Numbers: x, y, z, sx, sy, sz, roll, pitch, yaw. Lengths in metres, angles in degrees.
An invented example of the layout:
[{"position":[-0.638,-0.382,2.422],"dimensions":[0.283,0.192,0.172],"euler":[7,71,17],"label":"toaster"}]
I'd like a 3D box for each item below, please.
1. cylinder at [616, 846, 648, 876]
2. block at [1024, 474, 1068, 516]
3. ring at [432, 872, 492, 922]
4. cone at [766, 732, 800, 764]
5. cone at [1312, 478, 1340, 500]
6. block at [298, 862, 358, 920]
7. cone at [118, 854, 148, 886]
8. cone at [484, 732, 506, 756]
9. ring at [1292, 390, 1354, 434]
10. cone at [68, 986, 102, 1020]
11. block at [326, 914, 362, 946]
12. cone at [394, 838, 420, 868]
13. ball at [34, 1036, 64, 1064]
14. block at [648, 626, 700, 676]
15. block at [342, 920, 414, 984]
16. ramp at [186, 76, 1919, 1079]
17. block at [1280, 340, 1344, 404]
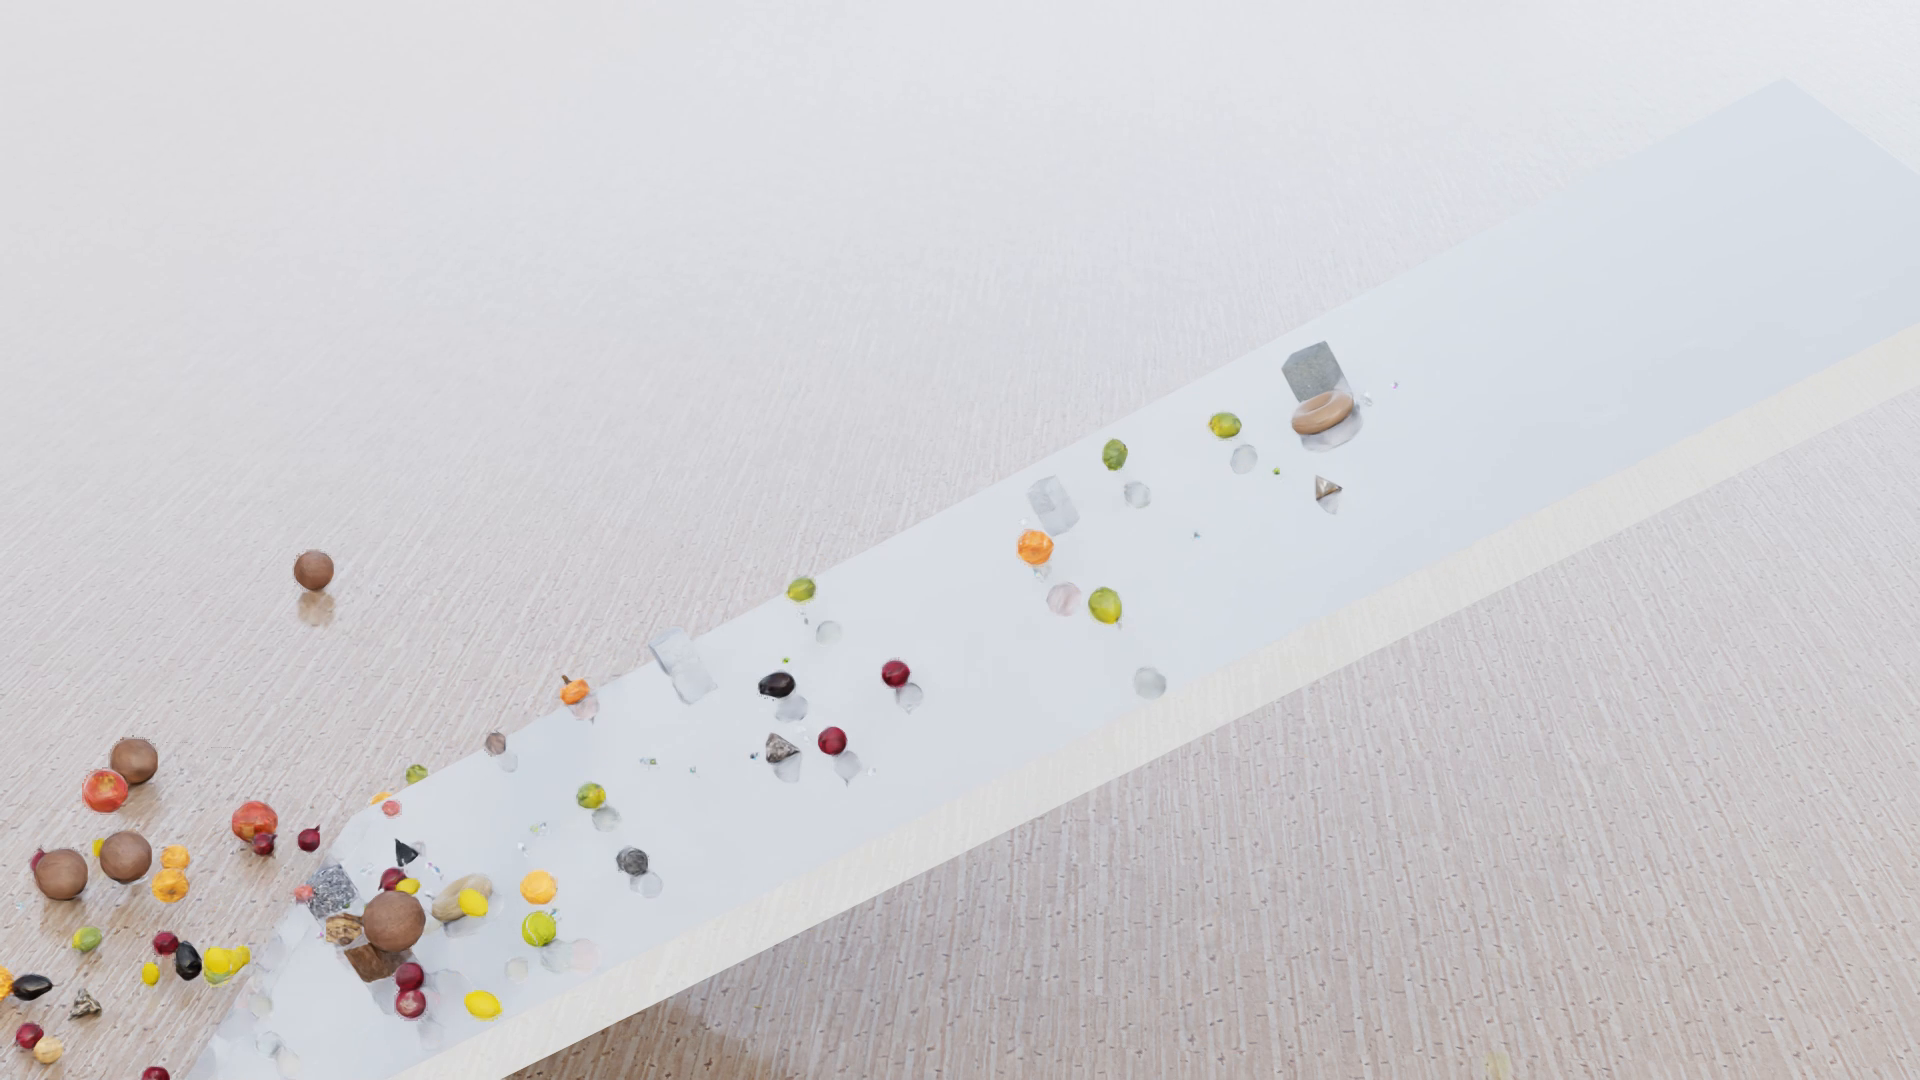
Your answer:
[{"position":[-0.657,0.645,5.906],"dimensions":[0.053,0.053,0.053],"euler":[-7,4,-22],"label":"cylinder"},{"position":[0.199,-0.103,6.771],"dimensions":[0.060,0.060,0.060],"euler":[-18,18,39],"label":"block"},{"position":[-1.071,0.768,6.323],"dimensions":[0.145,0.048,0.145],"euler":[-27,15,8],"label":"ring"},{"position":[-0.360,0.434,6.096],"dimensions":[0.067,0.067,0.067],"euler":[4,18,17],"label":"cone"},{"position":[0.727,-0.104,5.799],"dimensions":[0.052,0.052,0.052],"euler":[-16,11,23],"label":"cone"},{"position":[-1.477,0.821,6.876],"dimensions":[0.083,0.083,0.083],"euler":[-23,16,26],"label":"block"},{"position":[-2.094,0.824,7.435],"dimensions":[0.072,0.072,0.072],"euler":[0,18,0],"label":"cone"},{"position":[-1.182,0.515,7.396],"dimensions":[0.060,0.060,0.060],"euler":[-12,5,45],"label":"cone"},{"position":[0.769,-0.271,6.244],"dimensions":[0.144,0.048,0.144],"euler":[-27,15,8],"label":"ring"},{"position":[-2.016,1.074,6.726],"dimensions":[0.073,0.073,0.073],"euler":[17,51,42],"label":"cone"},{"position":[-1.363,0.863,6.511],"dimensions":[0.055,0.055,0.055],"euler":[-18,-26,29],"label":"block"},{"position":[-1.313,0.727,6.918],"dimensions":[0.062,0.062,0.062],"euler":[-28,14,8],"label":"cone"},{"position":[-2.018,1.128,6.511],"dimensions":[0.061,0.061,0.061],"euler":[0,18,0],"label":"ball"},{"position":[-0.702,0.273,7.219],"dimensions":[0.085,0.085,0.085],"euler":[-33,14,-12],"label":"block"},{"position":[-1.228,0.870,6.209],"dimensions":[0.085,0.085,0.085],"euler":[-19,18,37],"label":"block"},{"position":[0.142,0.167,6.282],"dimensions":[4.000,0.100,2.000],"euler":[-27,14,11],"label":"ramp"},{"position":[0.777,-0.372,6.489],"dimensions":[0.088,0.088,0.088],"euler":[-21,17,32],"label":"block"}]
